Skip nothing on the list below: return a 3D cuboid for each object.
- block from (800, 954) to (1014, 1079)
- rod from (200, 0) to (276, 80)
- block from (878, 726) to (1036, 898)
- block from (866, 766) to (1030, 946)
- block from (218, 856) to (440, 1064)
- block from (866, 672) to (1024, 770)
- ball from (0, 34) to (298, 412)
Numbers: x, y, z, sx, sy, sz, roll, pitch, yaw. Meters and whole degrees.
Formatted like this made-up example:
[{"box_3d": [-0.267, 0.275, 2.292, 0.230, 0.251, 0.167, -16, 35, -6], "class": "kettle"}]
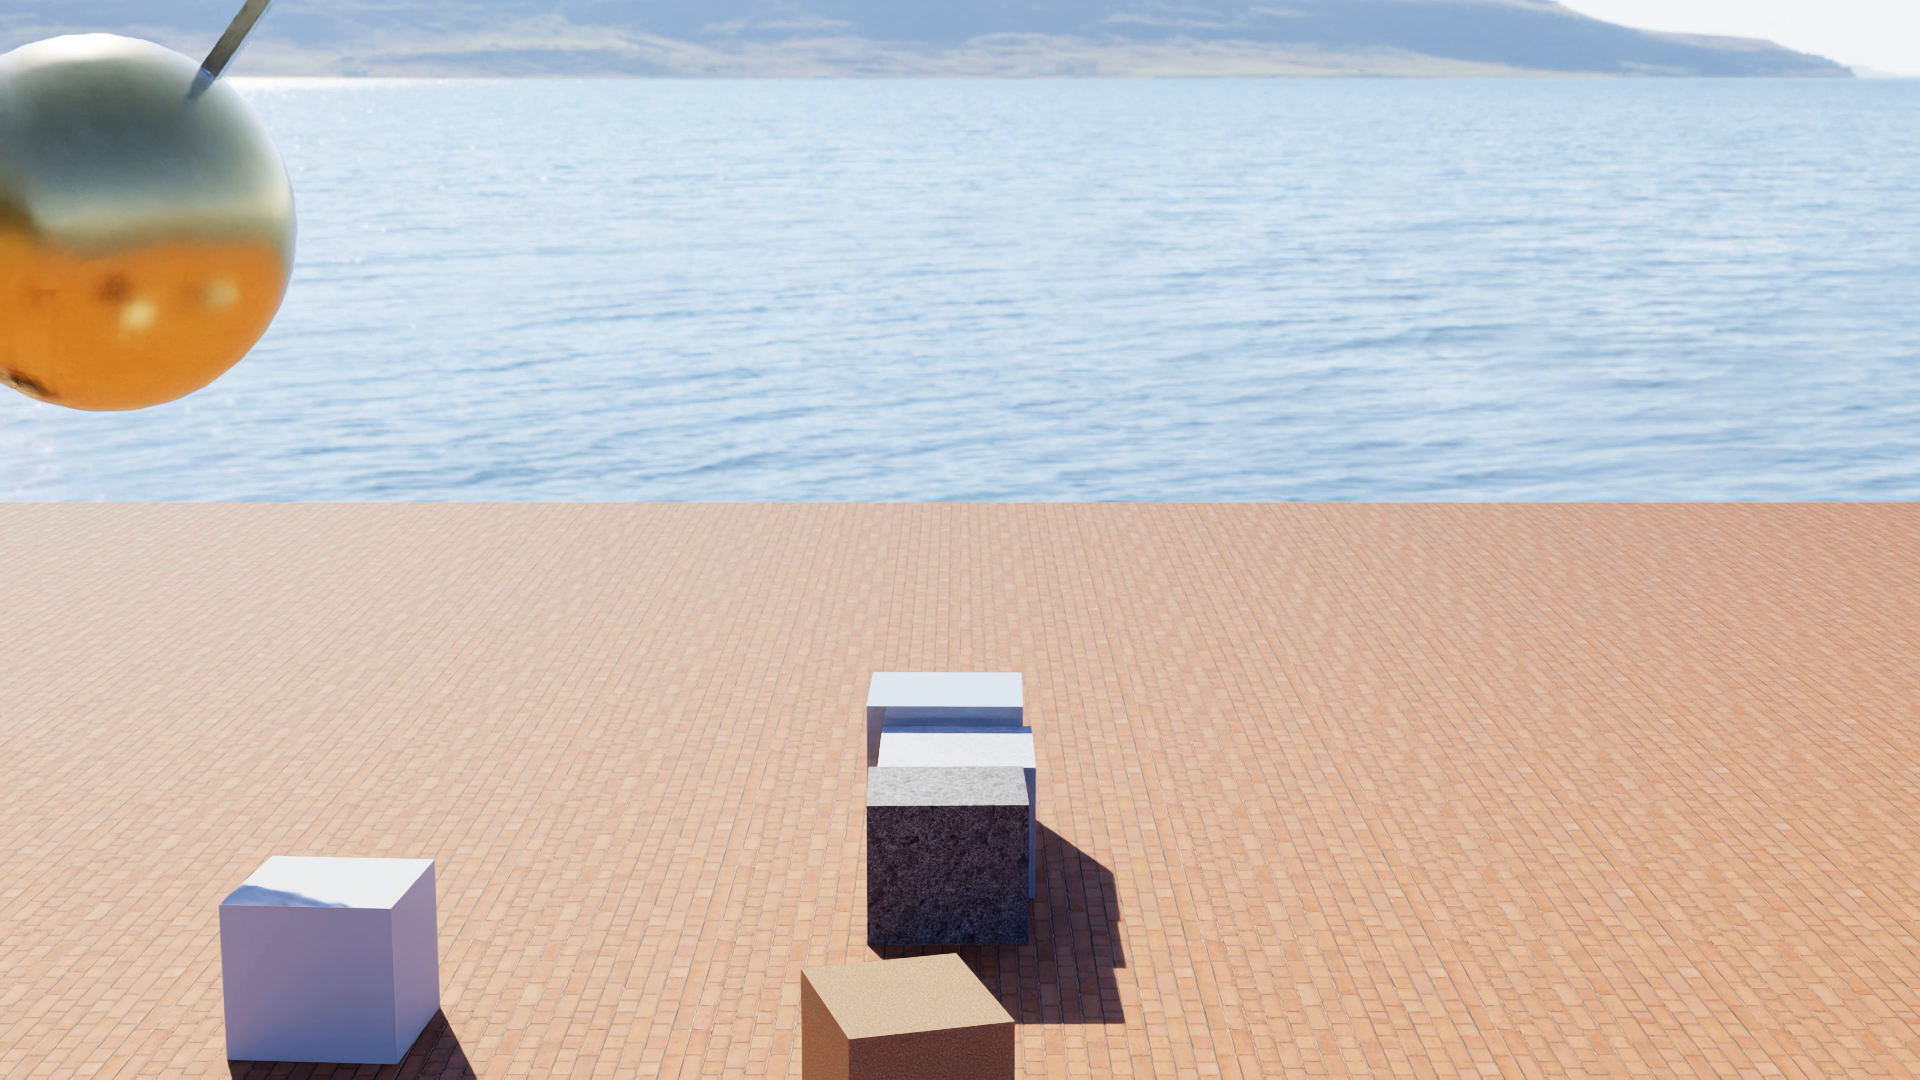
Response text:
[{"box_3d": [-0.176, 1.749, 8.254, 0.532, 0.605, 0.655, -3, 11, -16], "class": "block"}, {"box_3d": [-1.581, -4.000, 10.453, 0.080, 5.200, 0.080, 37, 8, -6], "class": "rod"}, {"box_3d": [-0.014, 1.196, 11.359, 0.677, 0.584, 0.705, 0, 10, 0], "class": "block"}, {"box_3d": [-0.055, 1.310, 10.711, 0.658, 0.591, 0.593, 0, 10, -1], "class": "block"}, {"box_3d": [-2.313, 1.540, 9.465, 0.625, 0.584, 0.579, 1, 10, 4], "class": "block"}, {"box_3d": [-0.065, 1.027, 12.030, 0.710, 0.675, 0.668, 0, 10, 1], "class": "block"}, {"box_3d": [-3.648, -1.344, 10.936, 1.600, 1.600, 1.600, 0, 10, 0], "class": "ball"}]
